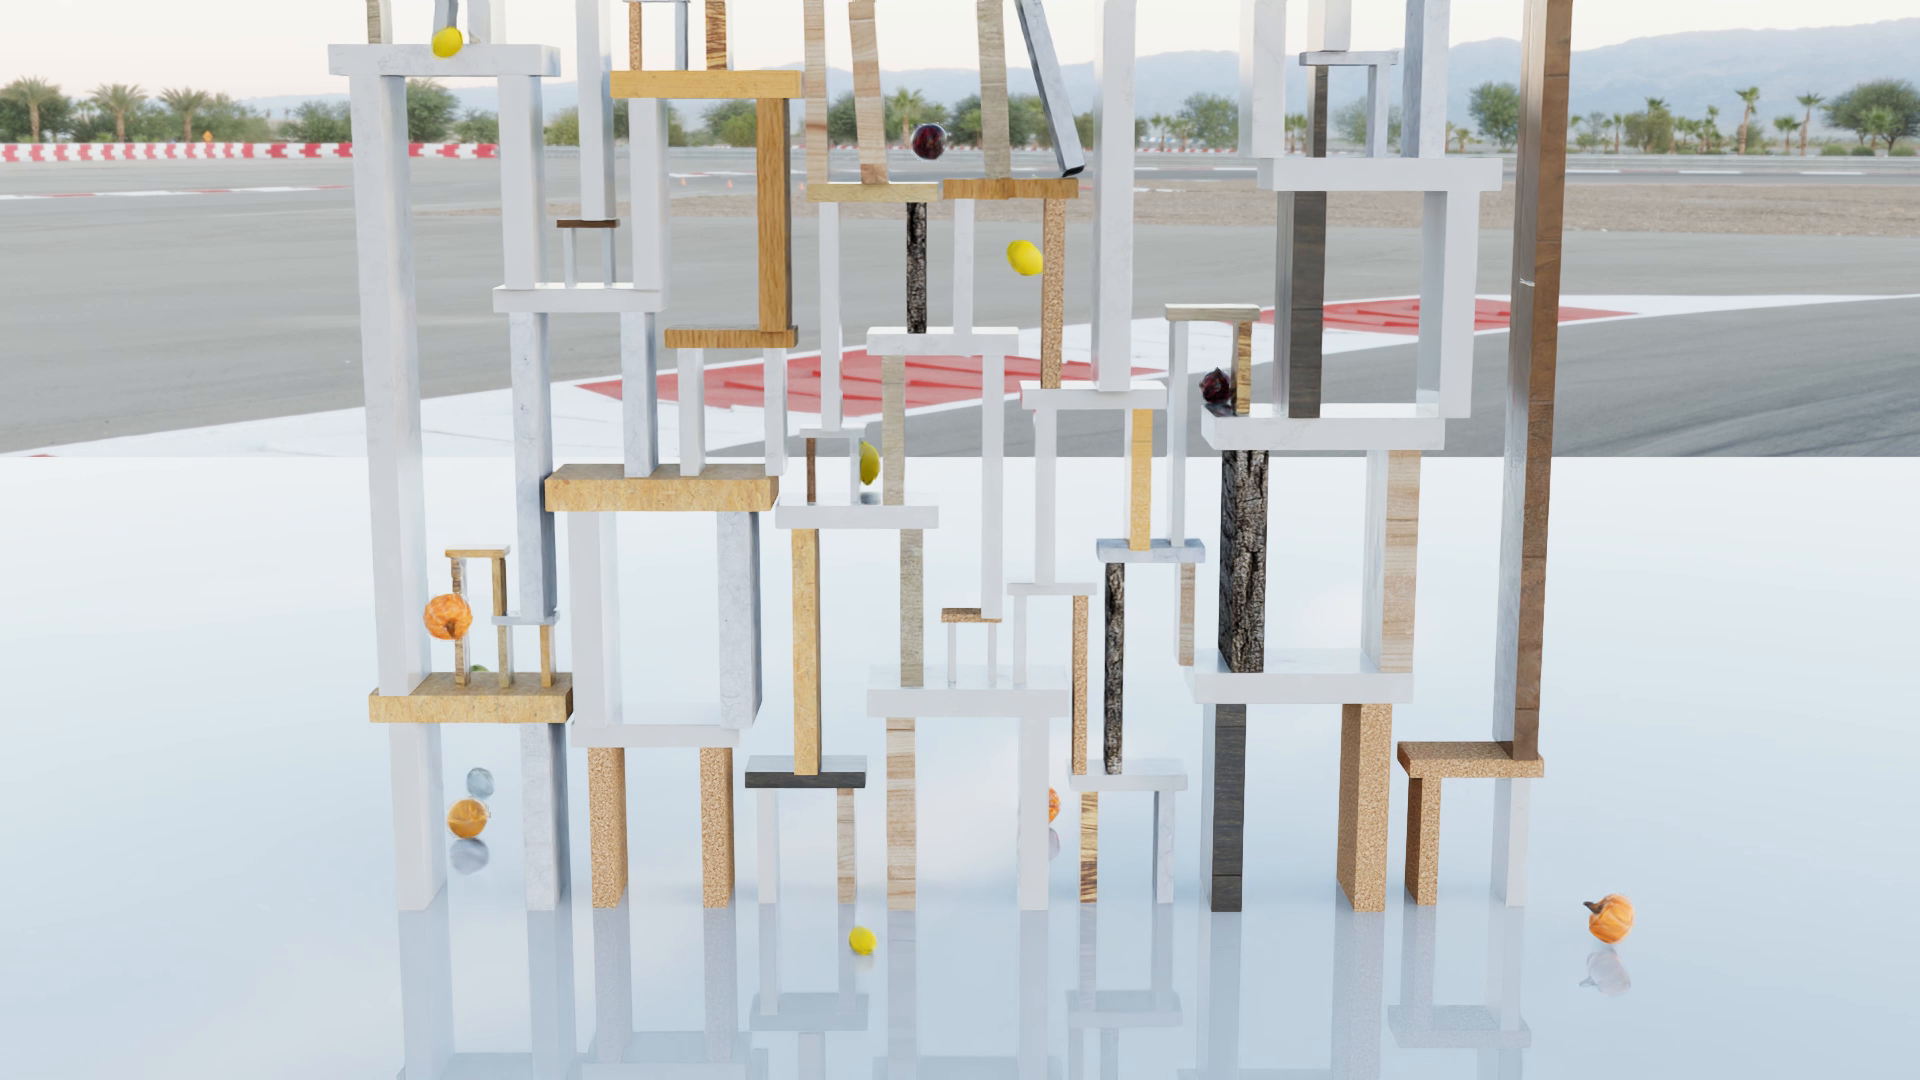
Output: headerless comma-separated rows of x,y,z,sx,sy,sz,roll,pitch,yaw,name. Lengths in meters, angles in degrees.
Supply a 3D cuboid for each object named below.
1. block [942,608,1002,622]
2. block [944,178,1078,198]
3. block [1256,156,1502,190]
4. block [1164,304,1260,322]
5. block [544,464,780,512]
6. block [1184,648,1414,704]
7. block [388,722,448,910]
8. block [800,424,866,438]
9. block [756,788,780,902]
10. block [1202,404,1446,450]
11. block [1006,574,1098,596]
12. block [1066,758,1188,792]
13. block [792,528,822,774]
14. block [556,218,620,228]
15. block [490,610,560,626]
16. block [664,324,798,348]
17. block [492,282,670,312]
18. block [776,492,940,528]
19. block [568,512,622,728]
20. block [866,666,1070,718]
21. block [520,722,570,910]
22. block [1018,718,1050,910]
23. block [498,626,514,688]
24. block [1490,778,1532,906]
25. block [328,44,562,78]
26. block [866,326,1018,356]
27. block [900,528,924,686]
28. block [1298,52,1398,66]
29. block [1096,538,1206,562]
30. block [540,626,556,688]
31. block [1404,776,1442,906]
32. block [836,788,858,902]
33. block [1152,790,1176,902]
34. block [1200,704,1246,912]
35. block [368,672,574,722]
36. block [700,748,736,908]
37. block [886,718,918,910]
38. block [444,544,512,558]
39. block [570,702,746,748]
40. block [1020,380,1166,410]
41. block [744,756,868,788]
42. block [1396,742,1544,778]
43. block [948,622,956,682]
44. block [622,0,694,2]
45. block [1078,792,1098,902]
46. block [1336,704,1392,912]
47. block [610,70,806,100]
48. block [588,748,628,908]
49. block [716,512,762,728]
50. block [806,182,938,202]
0.019,0.122,3.580,0.098,0.014,0.049,0,11,0,block
0.079,-0.553,3.452,0.209,0.030,0.104,0,11,1,block
0.653,-0.575,3.447,0.350,0.050,0.175,0,11,0,block
0.400,-0.362,3.498,0.146,0.021,0.073,0,11,1,block
-0.475,-0.086,3.539,0.353,0.050,0.176,0,11,0,block
0.550,0.221,3.600,0.350,0.050,0.175,0,11,0,block
-0.896,0.435,3.640,0.045,0.316,0.158,0,11,0,block
-0.204,-0.175,3.525,0.104,0.015,0.052,0,11,-1,block
-0.318,0.493,3.655,0.028,0.196,0.098,0,11,0,block
0.578,-0.183,3.529,0.360,0.051,0.180,0,11,0,block
0.147,0.072,3.569,0.146,0.021,0.073,0,11,0,block
0.275,0.388,3.637,0.191,0.027,0.095,0,11,-2,block
-0.250,0.170,3.594,0.037,0.406,0.130,0,11,0,block
-0.585,-0.499,3.463,0.092,0.013,0.046,0,10,0,block
-0.707,0.126,3.584,0.103,0.015,0.052,0,11,0,block
-0.361,-0.324,3.499,0.202,0.029,0.101,0,11,0,block
-0.597,-0.385,3.487,0.260,0.037,0.130,0,11,0,block
-0.163,-0.048,3.554,0.259,0.037,0.130,0,11,0,block
-0.593,0.112,3.575,0.050,0.353,0.176,0,11,0,block
0.013,0.247,3.608,0.325,0.046,0.162,0,11,0,block
-0.686,0.435,3.640,0.045,0.316,0.158,0,11,0,block
0.121,0.430,3.642,0.046,0.325,0.162,0,11,0,block
-0.742,0.184,3.595,0.015,0.104,0.052,0,11,0,block
0.912,0.483,3.646,0.031,0.218,0.109,0,11,0,block
-0.797,-0.745,3.420,0.325,0.046,0.162,0,11,0,block
-0.027,-0.317,3.502,0.239,0.034,0.119,0,11,1,block
-0.077,0.097,3.581,0.037,0.259,0.130,0,10,0,block
0.604,-0.749,3.420,0.141,0.020,0.071,0,11,-1,block
0.309,0.017,3.568,0.170,0.024,0.085,0,11,-1,block
-0.674,0.184,3.595,0.015,0.103,0.052,0,11,0,block
0.767,0.483,3.646,0.031,0.218,0.109,0,11,0,block
-0.188,0.493,3.655,0.028,0.196,0.098,0,11,0,block
0.339,0.495,3.655,0.027,0.191,0.095,0,11,0,block
0.434,0.418,3.637,0.050,0.350,0.175,0,11,0,block
-0.791,0.257,3.608,0.316,0.045,0.158,0,11,0,block
-0.401,0.456,3.645,0.039,0.272,0.136,0,11,0,block
-0.096,0.430,3.642,0.046,0.325,0.162,0,11,0,block
-0.782,0.017,3.566,0.096,0.014,0.048,0,10,3,block
-0.492,0.304,3.616,0.272,0.039,0.136,0,11,0,block
0.211,-0.232,3.512,0.227,0.032,0.113,0,11,-1,block
-0.253,0.383,3.634,0.196,0.028,0.098,0,11,0,block
0.840,0.361,3.623,0.218,0.031,0.109,0,11,0,block
-0.013,0.177,3.591,0.014,0.098,0.049,0,11,0,block
-0.468,-0.840,3.403,0.105,0.015,0.053,-1,11,-3,block
0.212,0.496,3.654,0.027,0.191,0.095,0,11,0,block
0.668,0.418,3.637,0.050,0.350,0.175,0,11,0,block
-0.388,-0.709,3.425,0.291,0.041,0.145,0,11,0,block
-0.583,0.456,3.645,0.039,0.272,0.136,0,10,0,block
-0.357,0.112,3.576,0.050,0.353,0.176,0,11,0,block
-0.136,-0.547,3.455,0.203,0.029,0.102,0,11,-1,block
